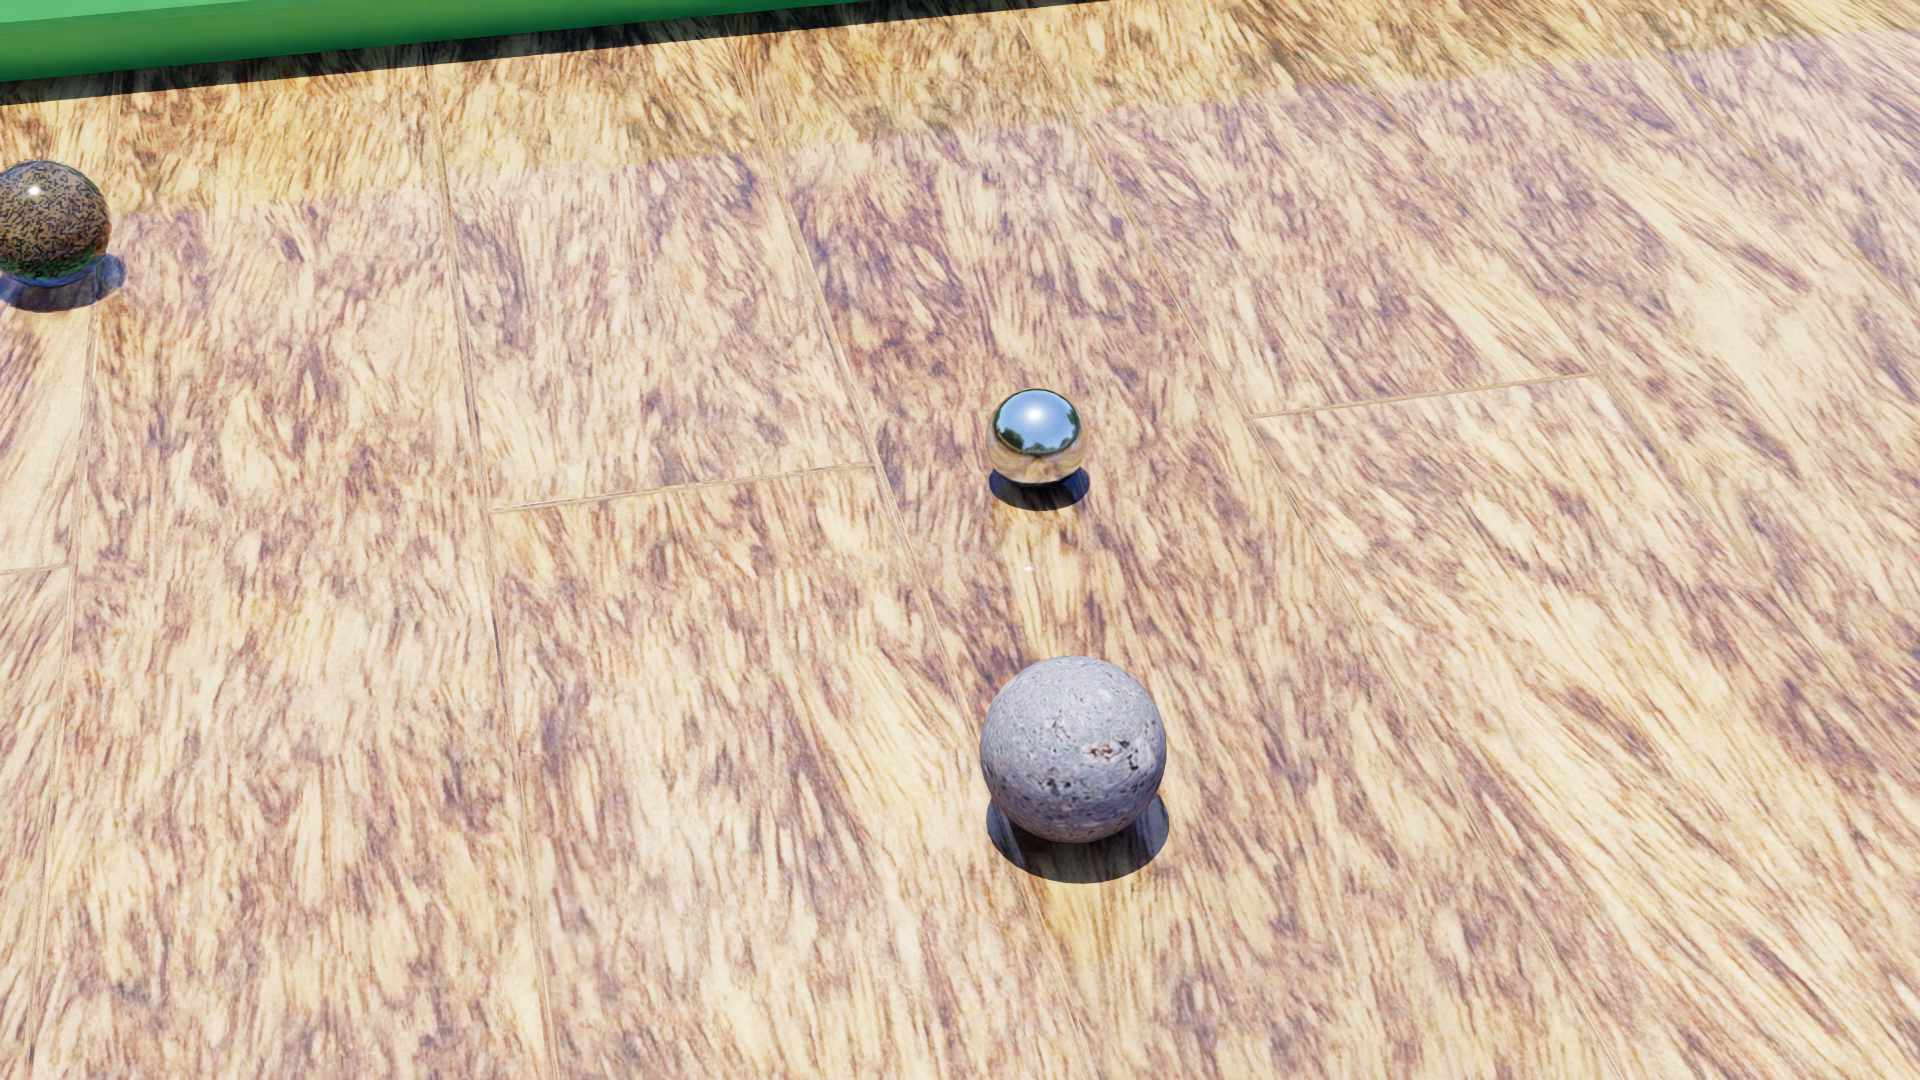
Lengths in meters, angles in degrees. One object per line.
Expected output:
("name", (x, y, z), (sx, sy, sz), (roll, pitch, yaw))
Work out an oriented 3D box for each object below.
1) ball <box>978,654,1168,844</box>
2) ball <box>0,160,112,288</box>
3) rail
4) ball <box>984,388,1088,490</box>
("ball", (0.060, 0.110, 1.352), (0.099, 0.099, 0.099), (0, 36, 0))
("ball", (-0.648, -0.224, 1.818), (0.090, 0.090, 0.090), (0, 36, 0))
("rail", (0.626, -0.601, 2.300), (3.304, 0.129, 0.045), (-8, 37, -10))
("ball", (0.048, -0.064, 1.620), (0.065, 0.065, 0.065), (0, 36, 0))
